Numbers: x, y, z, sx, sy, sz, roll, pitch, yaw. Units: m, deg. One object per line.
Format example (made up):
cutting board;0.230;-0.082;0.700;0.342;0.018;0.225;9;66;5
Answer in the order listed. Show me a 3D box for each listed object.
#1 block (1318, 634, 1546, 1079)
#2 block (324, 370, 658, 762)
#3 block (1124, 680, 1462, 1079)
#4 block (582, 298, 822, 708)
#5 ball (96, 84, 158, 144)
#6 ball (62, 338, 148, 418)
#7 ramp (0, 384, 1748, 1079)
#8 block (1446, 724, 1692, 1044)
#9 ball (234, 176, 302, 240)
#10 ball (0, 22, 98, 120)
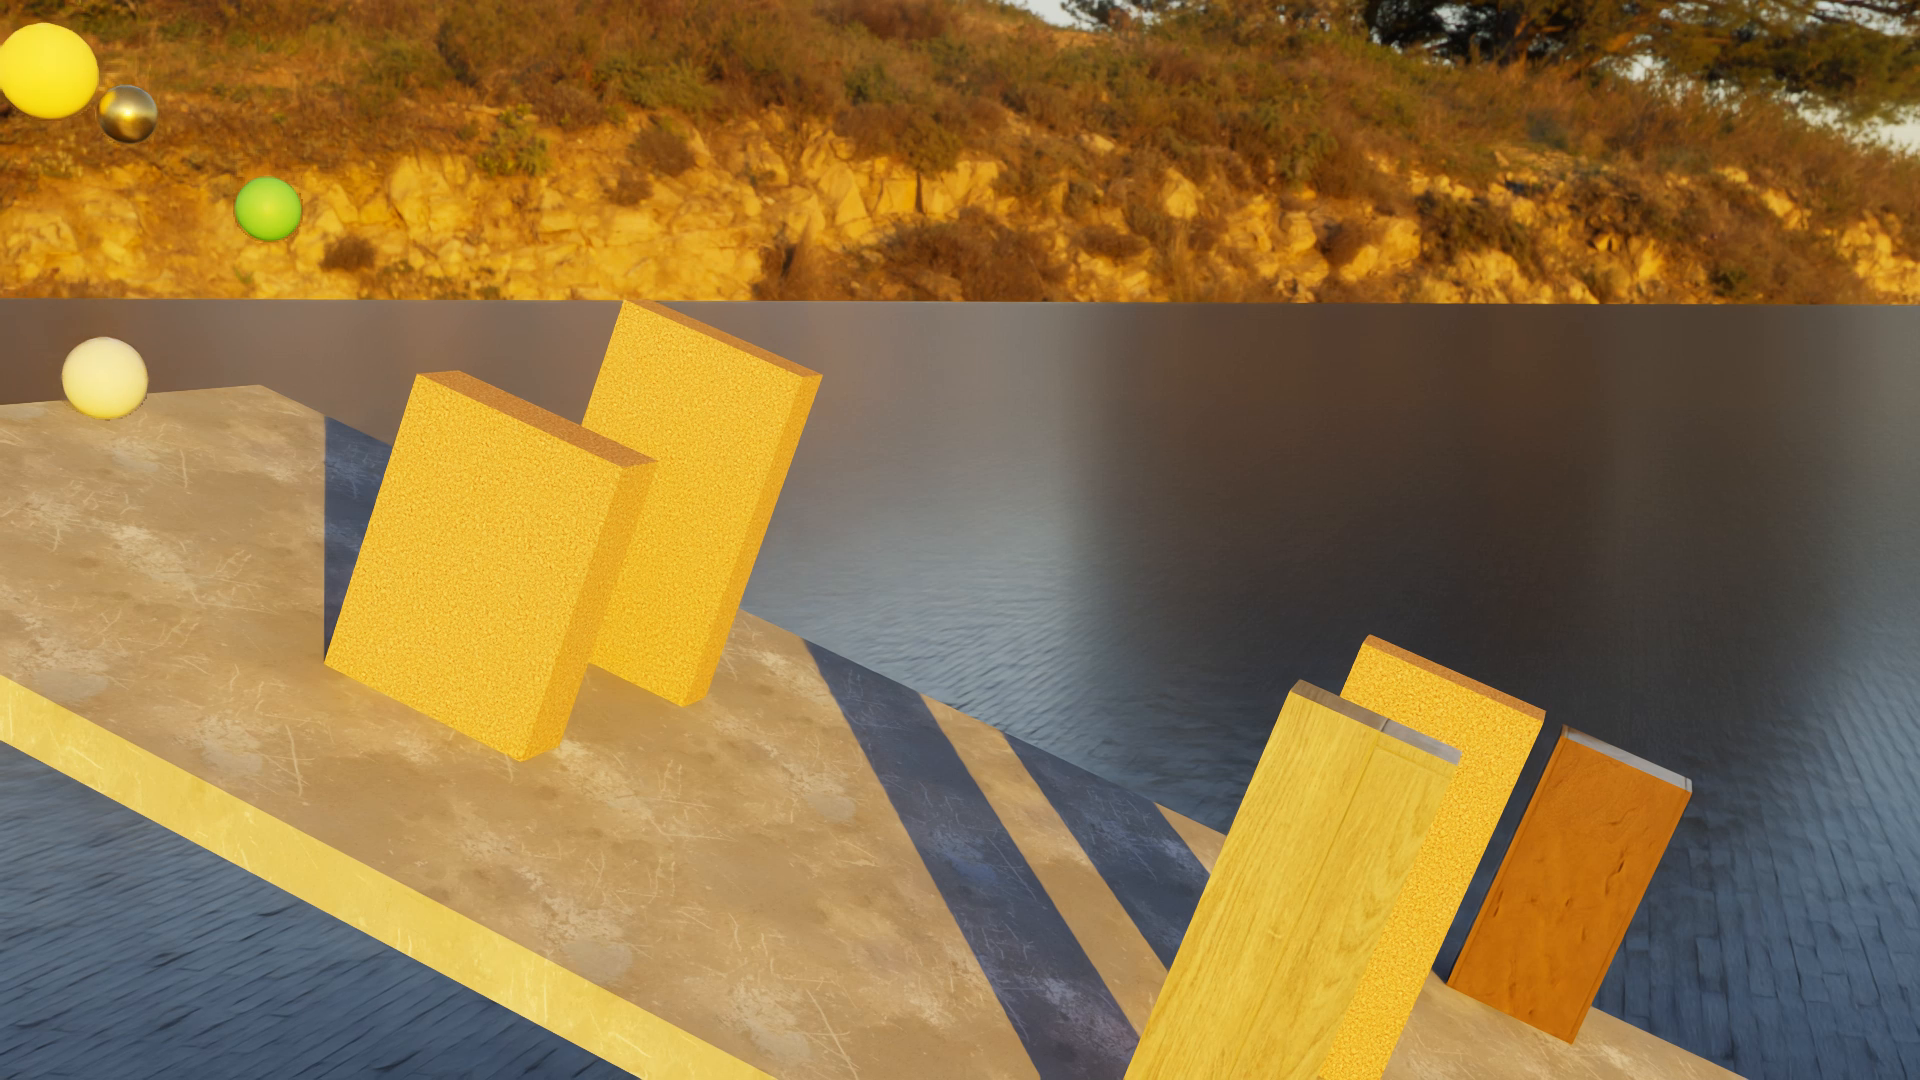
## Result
block;0.719;0.575;3.860;0.326;0.744;0.099;24;13;13
block;-0.847;0.042;3.961;0.426;0.570;0.145;24;13;13
block;0.451;0.612;3.190;0.251;0.781;0.098;24;13;13
block;-0.602;-0.078;4.500;0.411;0.725;0.114;24;13;13
ball;-1.829;-0.936;4.833;0.127;0.127;0.127;0;7;0
ball;-1.888;-0.359;4.857;0.178;0.178;0.178;0;7;0
ramp;-0.313;0.559;4.198;4.000;0.100;2.000;24;13;13
block;1.252;0.708;4.532;0.275;0.583;0.121;24;13;13
ball;-1.497;-0.716;4.758;0.138;0.138;0.138;0;7;0
ball;-1.986;-1.020;4.790;0.206;0.206;0.206;0;7;0
